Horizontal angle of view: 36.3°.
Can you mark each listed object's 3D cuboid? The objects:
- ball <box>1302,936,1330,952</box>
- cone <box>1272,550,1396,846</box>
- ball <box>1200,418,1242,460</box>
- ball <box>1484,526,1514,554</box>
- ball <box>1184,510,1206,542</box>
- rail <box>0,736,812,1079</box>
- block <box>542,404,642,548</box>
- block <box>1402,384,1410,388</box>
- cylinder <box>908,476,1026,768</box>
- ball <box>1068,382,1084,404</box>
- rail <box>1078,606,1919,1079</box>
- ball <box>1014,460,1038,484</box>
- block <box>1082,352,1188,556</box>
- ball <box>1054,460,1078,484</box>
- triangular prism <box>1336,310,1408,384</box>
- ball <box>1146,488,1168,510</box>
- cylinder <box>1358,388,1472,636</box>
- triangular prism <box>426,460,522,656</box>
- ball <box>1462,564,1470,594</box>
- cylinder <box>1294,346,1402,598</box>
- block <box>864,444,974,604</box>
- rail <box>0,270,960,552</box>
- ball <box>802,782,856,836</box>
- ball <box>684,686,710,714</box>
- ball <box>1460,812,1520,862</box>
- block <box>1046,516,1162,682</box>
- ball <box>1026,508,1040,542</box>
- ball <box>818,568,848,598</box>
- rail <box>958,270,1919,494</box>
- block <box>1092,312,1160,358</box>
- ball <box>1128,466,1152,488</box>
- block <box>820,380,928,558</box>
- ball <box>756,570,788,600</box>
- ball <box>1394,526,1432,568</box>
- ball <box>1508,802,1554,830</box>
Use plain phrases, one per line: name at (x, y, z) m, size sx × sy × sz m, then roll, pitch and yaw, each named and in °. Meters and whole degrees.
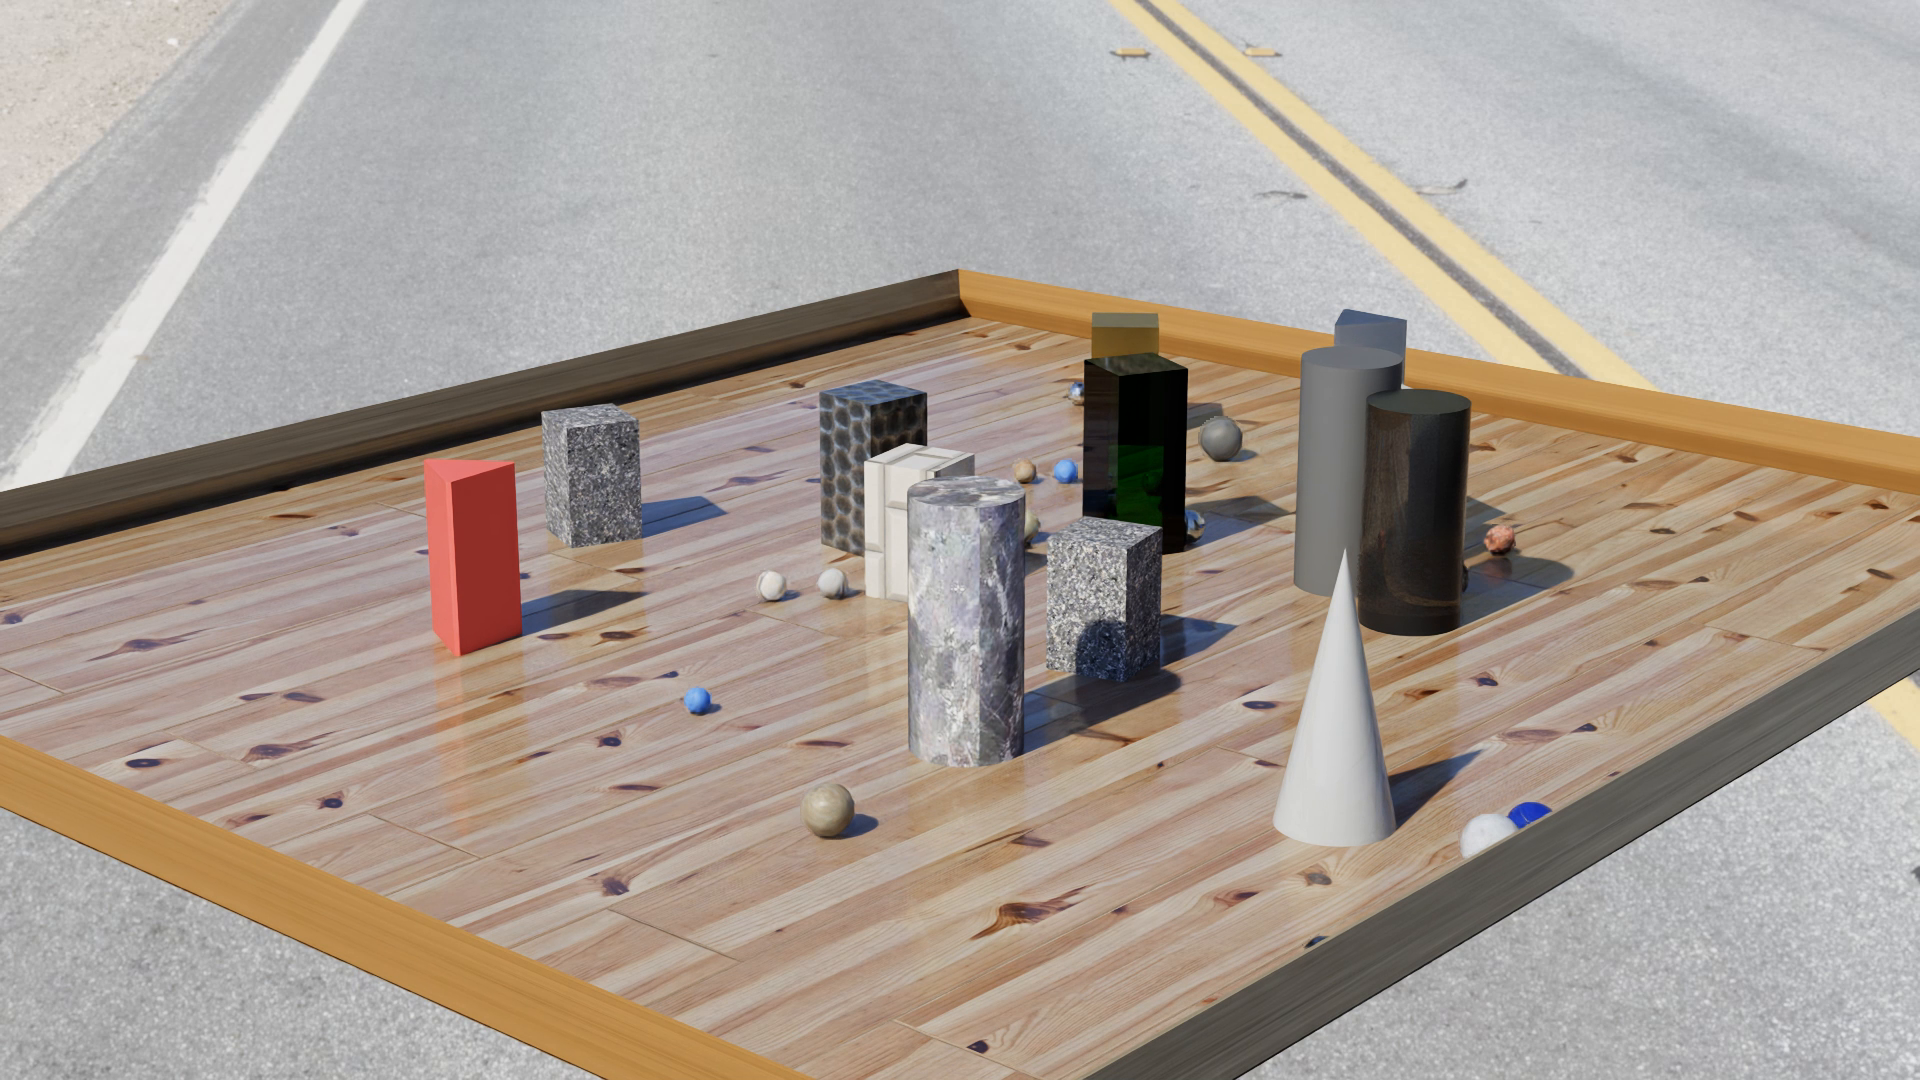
ball at (0.450, 0.517, 3.605) m, size 0.061 × 0.061 × 0.061 m, roll 0°, pitch 17°, yaw 0°
cone at (0.525, 0.203, 4.049) m, size 0.173 × 0.404 × 0.173 m, roll 0°, pitch 17°, yaw 0°
ball at (0.530, -0.204, 5.936) m, size 0.085 × 0.085 × 0.085 m, roll 0°, pitch 17°, yaw 0°
ball at (0.979, 0.001, 5.319) m, size 0.052 × 0.052 × 0.052 m, roll 0°, pitch 17°, yaw 0°
ball at (0.421, -0.026, 5.390) m, size 0.061 × 0.061 × 0.061 m, roll 0°, pitch 17°, yaw 0°
rail at (-1.076, 0.389, 3.936) m, size 2.903 × 0.112 × 0.045 m, roll 14°, pitch 22°, yaw 39°
block at (-0.680, -0.120, 5.416) m, size 0.138 × 0.227 × 0.138 m, roll -8°, pitch 19°, yaw -26°
block at (0.770, -0.135, 5.378) m, size 0.138 × 0.277 × 0.138 m, roll -7°, pitch 18°, yaw -23°
cylinder at (0.009, 0.119, 4.337) m, size 0.173 × 0.397 × 0.173 m, roll 0°, pitch 17°, yaw 0°
ball at (0.261, -0.319, 6.377) m, size 0.049 × 0.049 × 0.049 m, roll 0°, pitch 17°, yaw 0°
rail at (1.078, 0.300, 4.227) m, size 0.045 × 0.112 × 3.330 m, roll 14°, pitch 22°, yaw 39°
ball at (0.128, -0.135, 5.776) m, size 0.046 × 0.046 × 0.046 m, roll 0°, pitch 17°, yaw 0°
block at (0.316, -0.152, 5.322) m, size 0.138 × 0.344 × 0.138 m, roll -7°, pitch 18°, yaw -23°
ball at (0.208, -0.134, 5.773) m, size 0.047 × 0.047 × 0.047 m, roll 0°, pitch 17°, yaw 0°
triangular prism at (0.783, -0.287, 5.807) m, size 0.150 × 0.320 × 0.130 m, roll -5°, pitch 18°, yaw -16°
ball at (0.375, -0.078, 5.599) m, size 0.040 × 0.040 × 0.040 m, roll 0°, pitch 17°, yaw 0°
cylinder at (0.759, -0.047, 4.910) m, size 0.173 × 0.382 × 0.173 m, roll 0°, pitch 17°, yaw 0°
triangular prism at (-0.829, 0.020, 4.838) m, size 0.130 × 0.295 × 0.150 m, roll 12°, pitch 21°, yaw 35°
ball at (0.836, 0.066, 5.053) m, size 0.082 × 0.082 × 0.082 m, roll 0°, pitch 17°, yaw 0°
cylinder at (0.674, -0.119, 5.103) m, size 0.173 × 0.407 × 0.173 m, roll 0°, pitch 17°, yaw 0°
block at (-0.069, -0.026, 5.082) m, size 0.138 × 0.242 × 0.138 m, roll 10°, pitch 19°, yaw 29°
rail at (-1.078, -0.244, 6.018) m, size 0.045 × 0.112 × 3.330 m, roll 14°, pitch 22°, yaw 39°
ball at (-0.182, 0.372, 4.058) m, size 0.074 × 0.074 × 0.074 m, roll 0°, pitch 17°, yaw 0°
ball at (-0.405, 0.247, 4.527) m, size 0.041 × 0.041 × 0.041 m, roll 0°, pitch 17°, yaw 0°
ball at (0.712, 0.408, 3.922) m, size 0.085 × 0.085 × 0.085 m, roll 0°, pitch 17°, yaw 0°
block at (0.233, 0.094, 4.723) m, size 0.138 × 0.221 × 0.138 m, roll 9°, pitch 19°, yaw 26°
ball at (0.115, -0.027, 5.393) m, size 0.063 × 0.063 × 0.063 m, roll 0°, pitch 17°, yaw 0°
ball at (-0.220, 0.075, 5.076) m, size 0.051 × 0.051 × 0.051 m, roll 0°, pitch 17°, yaw 0°
rail at (1.076, -0.332, 6.308) m, size 2.903 × 0.112 × 0.045 m, roll 14°, pitch 22°, yaw 39°
block at (0.344, -0.343, 6.132) m, size 0.138 × 0.238 × 0.138 m, roll 1°, pitch 17°, yaw 3°
ball at (0.353, -0.124, 5.743) m, size 0.045 × 0.045 × 0.045 m, roll 0°, pitch 17°, yaw 0°
block at (-0.157, -0.130, 5.343) m, size 0.138 × 0.288 × 0.138 m, roll -16°, pitch 23°, yaw -41°
ball at (-0.325, 0.078, 5.064) m, size 0.052 × 0.052 × 0.052 m, roll 0°, pitch 17°, yaw 0°
ball at (0.804, 0.012, 5.241) m, size 0.075 × 0.075 × 0.075 m, roll 0°, pitch 17°, yaw 0°
ball at (0.778, 0.394, 3.985) m, size 0.076 × 0.076 × 0.076 m, roll 0°, pitch 17°, yaw 0°
